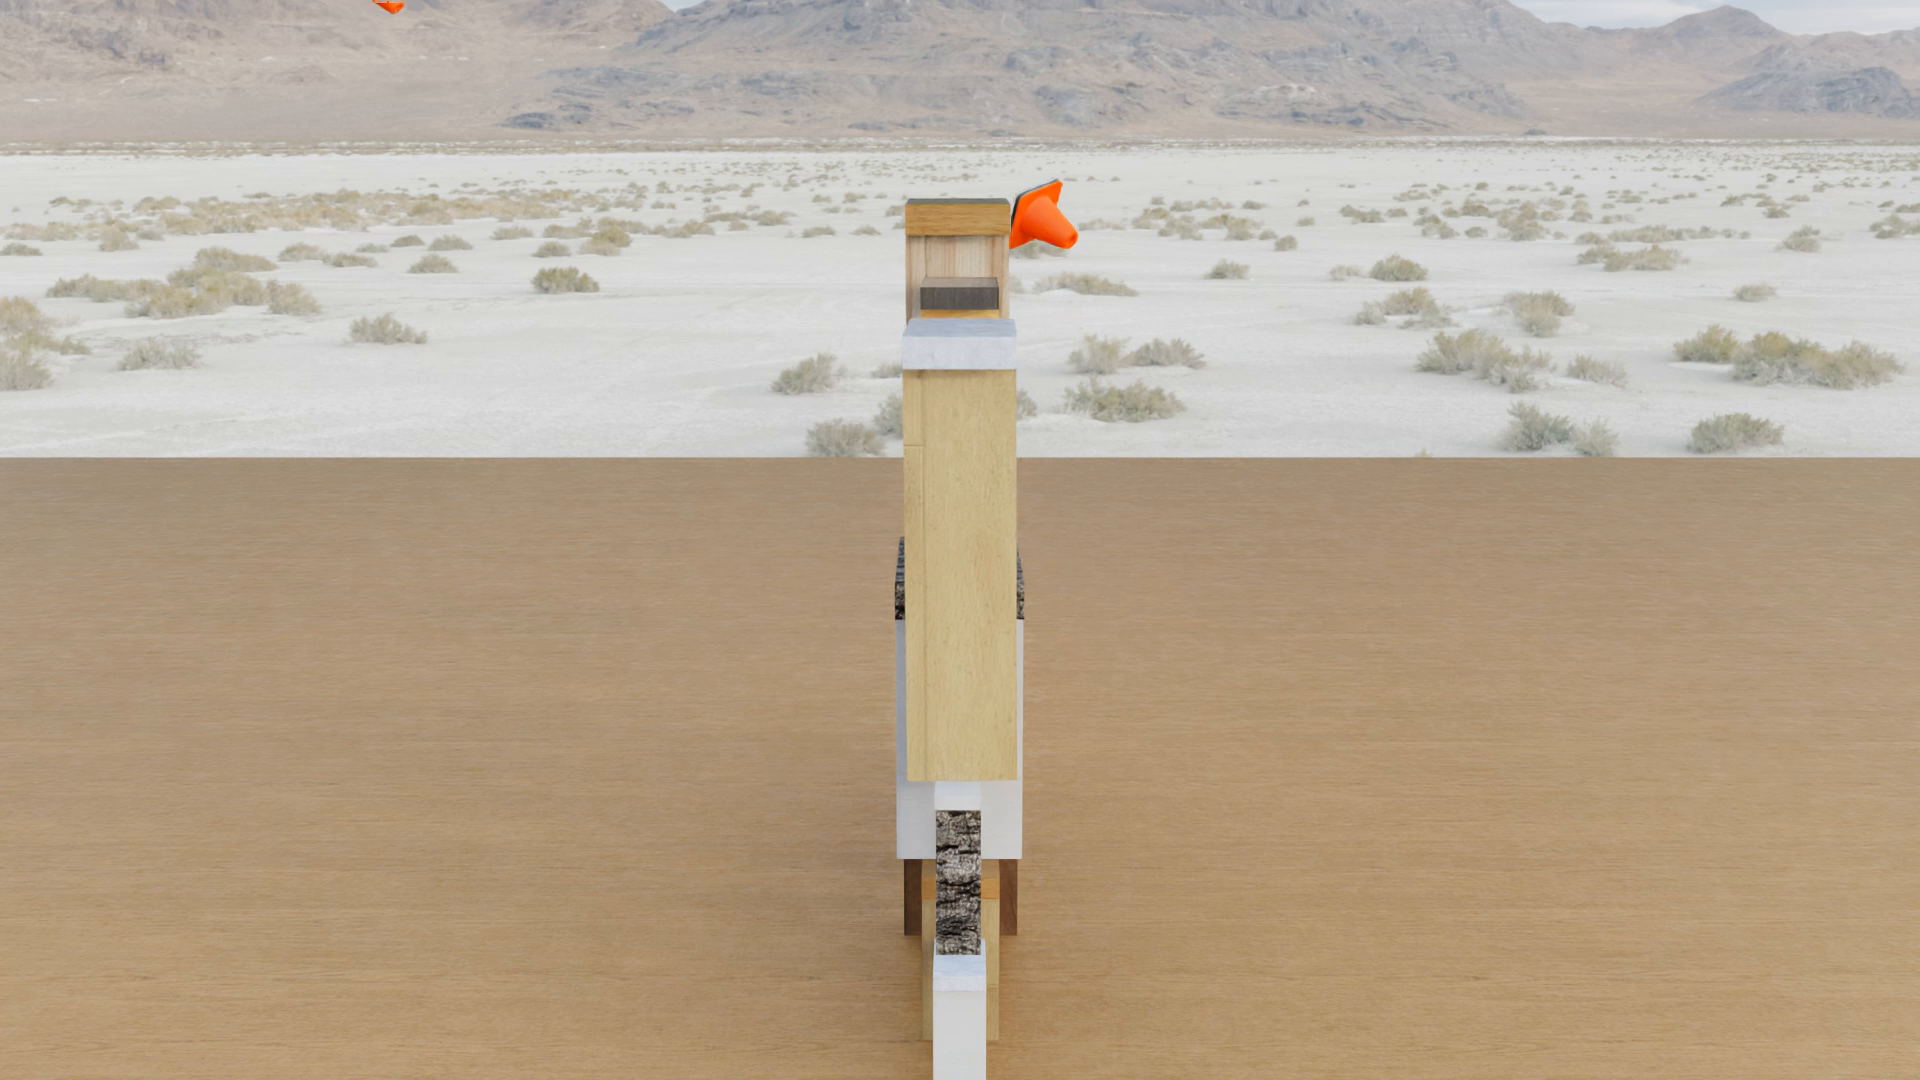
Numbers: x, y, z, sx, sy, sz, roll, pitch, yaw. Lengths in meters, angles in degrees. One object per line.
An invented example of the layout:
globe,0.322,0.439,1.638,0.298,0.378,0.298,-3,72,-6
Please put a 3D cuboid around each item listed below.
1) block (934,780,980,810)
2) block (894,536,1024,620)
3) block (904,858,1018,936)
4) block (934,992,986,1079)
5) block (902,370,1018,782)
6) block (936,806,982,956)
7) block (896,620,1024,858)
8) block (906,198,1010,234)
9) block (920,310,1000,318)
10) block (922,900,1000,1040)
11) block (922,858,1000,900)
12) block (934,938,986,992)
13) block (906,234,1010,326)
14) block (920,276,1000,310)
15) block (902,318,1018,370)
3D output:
block,-0.003,0.339,2.972,0.060,0.017,0.121,0,10,0
block,-0.002,0.052,3.163,0.176,0.050,0.352,0,11,0
block,0.001,0.445,3.470,0.179,0.357,0.051,0,11,0
block,-0.001,0.657,2.925,0.070,0.140,0.020,0,11,0
block,0.001,0.047,2.959,0.149,0.563,0.042,0,10,0
block,-0.002,0.456,2.952,0.060,0.206,0.017,0,10,0
block,-0.001,0.271,3.085,0.176,0.352,0.050,0,11,0
block,-0.004,-0.544,3.688,0.169,0.048,0.337,0,11,0
block,0.000,-0.171,3.380,0.118,0.371,0.034,0,11,0
block,0.001,0.592,3.073,0.107,0.214,0.030,0,11,0
block,0.001,0.459,3.120,0.107,0.030,0.214,0,11,0
block,-0.001,0.570,2.956,0.070,0.020,0.139,0,11,0
block,-0.004,-0.334,3.612,0.169,0.338,0.048,0,11,0
block,0.000,-0.385,3.421,0.118,0.034,0.237,0,11,0
block,0.002,-0.269,3.003,0.149,0.042,0.299,0,10,1
